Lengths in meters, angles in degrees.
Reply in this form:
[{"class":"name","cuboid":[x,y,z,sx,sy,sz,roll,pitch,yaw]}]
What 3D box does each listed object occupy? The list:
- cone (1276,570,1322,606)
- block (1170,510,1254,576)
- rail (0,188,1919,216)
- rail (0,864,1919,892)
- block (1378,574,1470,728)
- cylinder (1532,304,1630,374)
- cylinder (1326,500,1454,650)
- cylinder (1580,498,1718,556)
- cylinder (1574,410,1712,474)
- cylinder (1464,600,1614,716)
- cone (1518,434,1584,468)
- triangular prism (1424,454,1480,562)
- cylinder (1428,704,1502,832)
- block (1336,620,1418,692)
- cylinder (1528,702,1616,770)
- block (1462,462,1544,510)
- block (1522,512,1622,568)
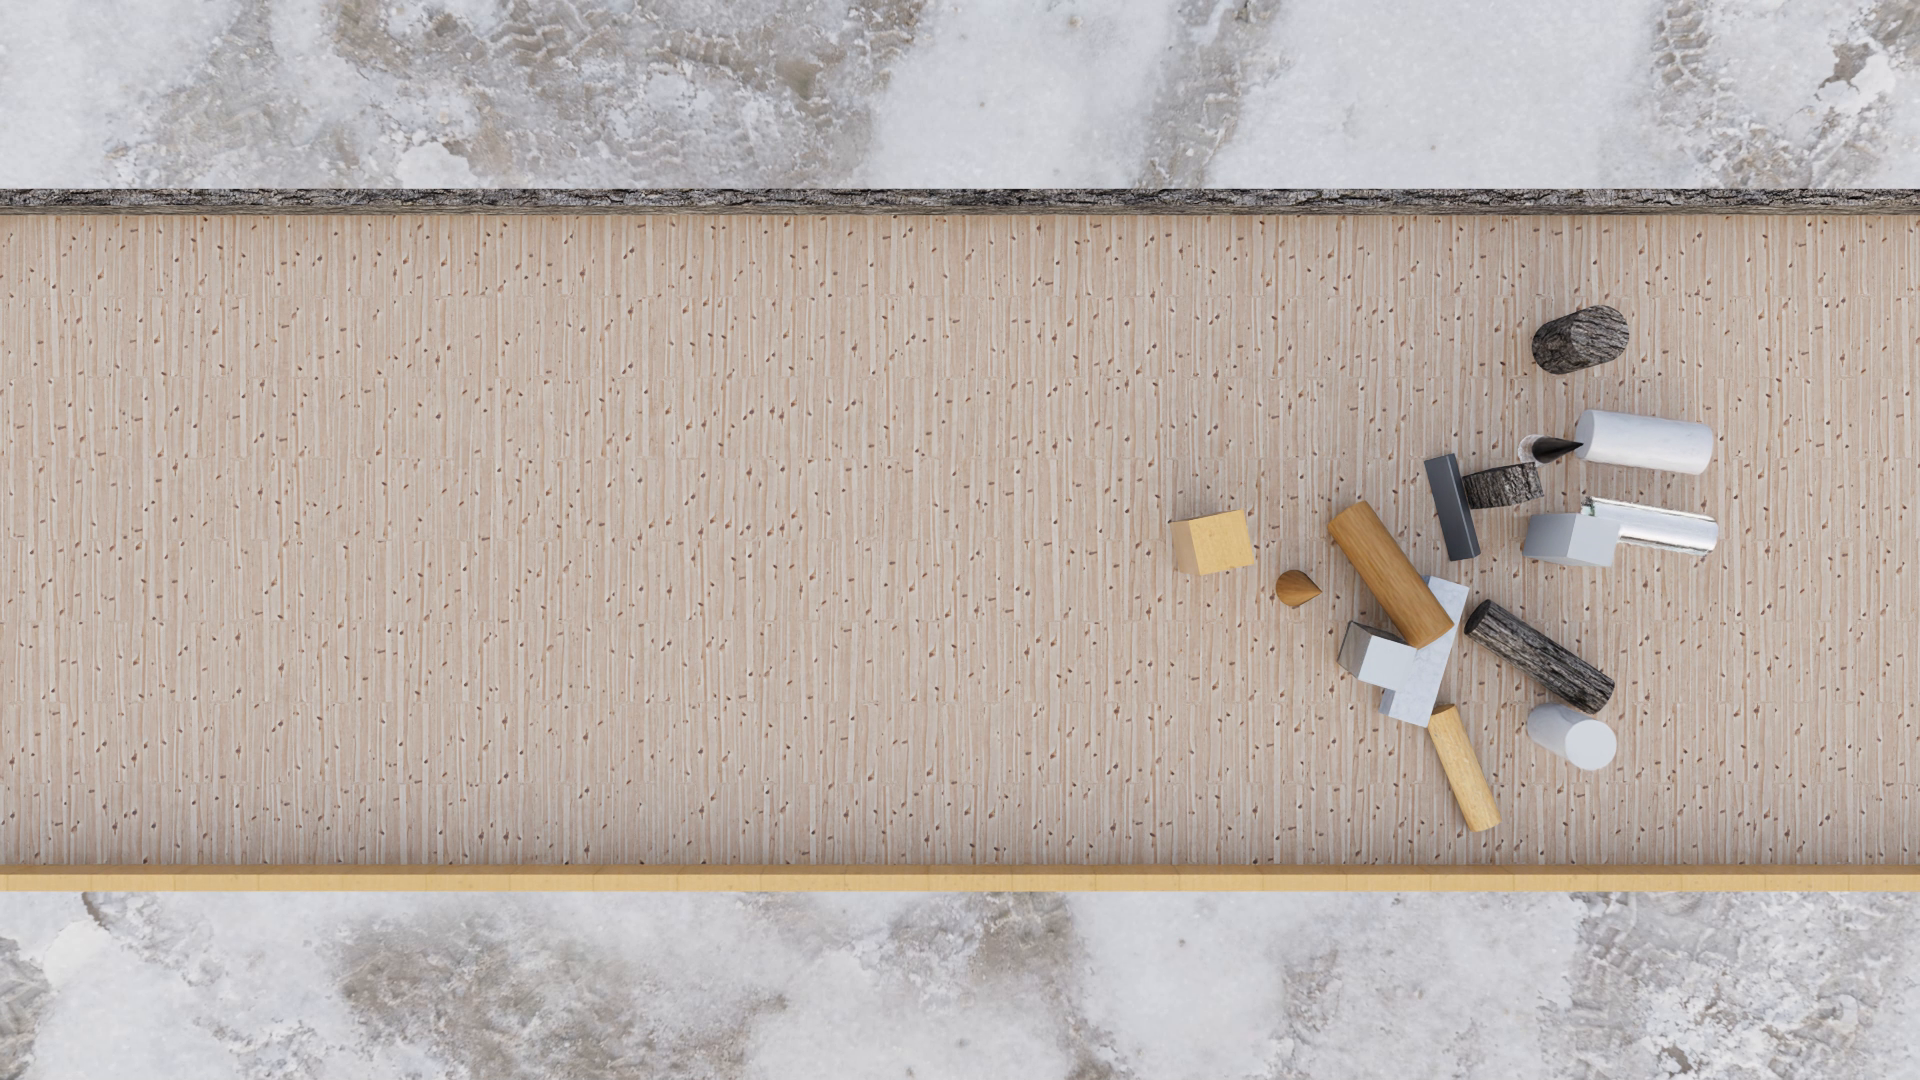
[{"class":"cone","cuboid":[1.028,0.148,4.874,0.113,0.404,0.113,0,90,0]},{"class":"block","cuboid":[0.738,0.006,4.863,0.158,0.426,0.158,-12,90,0]},{"class":"rail","cuboid":[-2.247,-1.025,5.002,12.000,0.150,0.050,0,90,0]},{"class":"rail","cuboid":[-2.247,1.025,5.001,12.000,0.150,0.050,0,90,0]},{"class":"block","cuboid":[1.409,0.336,5.016,0.121,0.121,0.441,17,90,0]},{"class":"cylinder","cuboid":[1.844,-0.593,4.914,0.169,0.326,0.169,0,90,0]},{"class":"cylinder","cuboid":[1.285,0.106,4.934,0.145,0.145,0.450,-31,71,0]},{"class":"cylinder","cuboid":[2.092,-0.041,5.017,0.374,0.120,0.120,9,90,0]},{"class":"cylinder","cuboid":[2.070,-0.296,5.000,0.357,0.153,0.153,7,90,0]},{"class":"cylinder","cuboid":[1.759,0.356,5.012,0.448,0.129,0.129,33,90,0]},{"class":"cone","cuboid":[1.771,-0.273,4.872,0.107,0.409,0.107,0,90,0]},{"class":"triangular prism","cuboid":[1.515,-0.101,5.033,0.096,0.083,0.320,-15,90,0]},{"class":"cylinder","cuboid":[1.530,0.693,5.025,0.102,0.102,0.378,-22,90,0]},{"class":"block","cuboid":[1.237,0.344,4.915,0.135,0.312,0.135,17,95,0]},{"class":"cylinder","cuboid":[1.799,0.575,4.866,0.143,0.411,0.143,0,91,5]},{"class":"block","cuboid":[1.616,-0.160,4.921,0.105,0.305,0.105,-15,90,-4]},{"class":"block","cuboid":[1.807,0.000,4.888,0.129,0.376,0.129,13,90,0]}]
